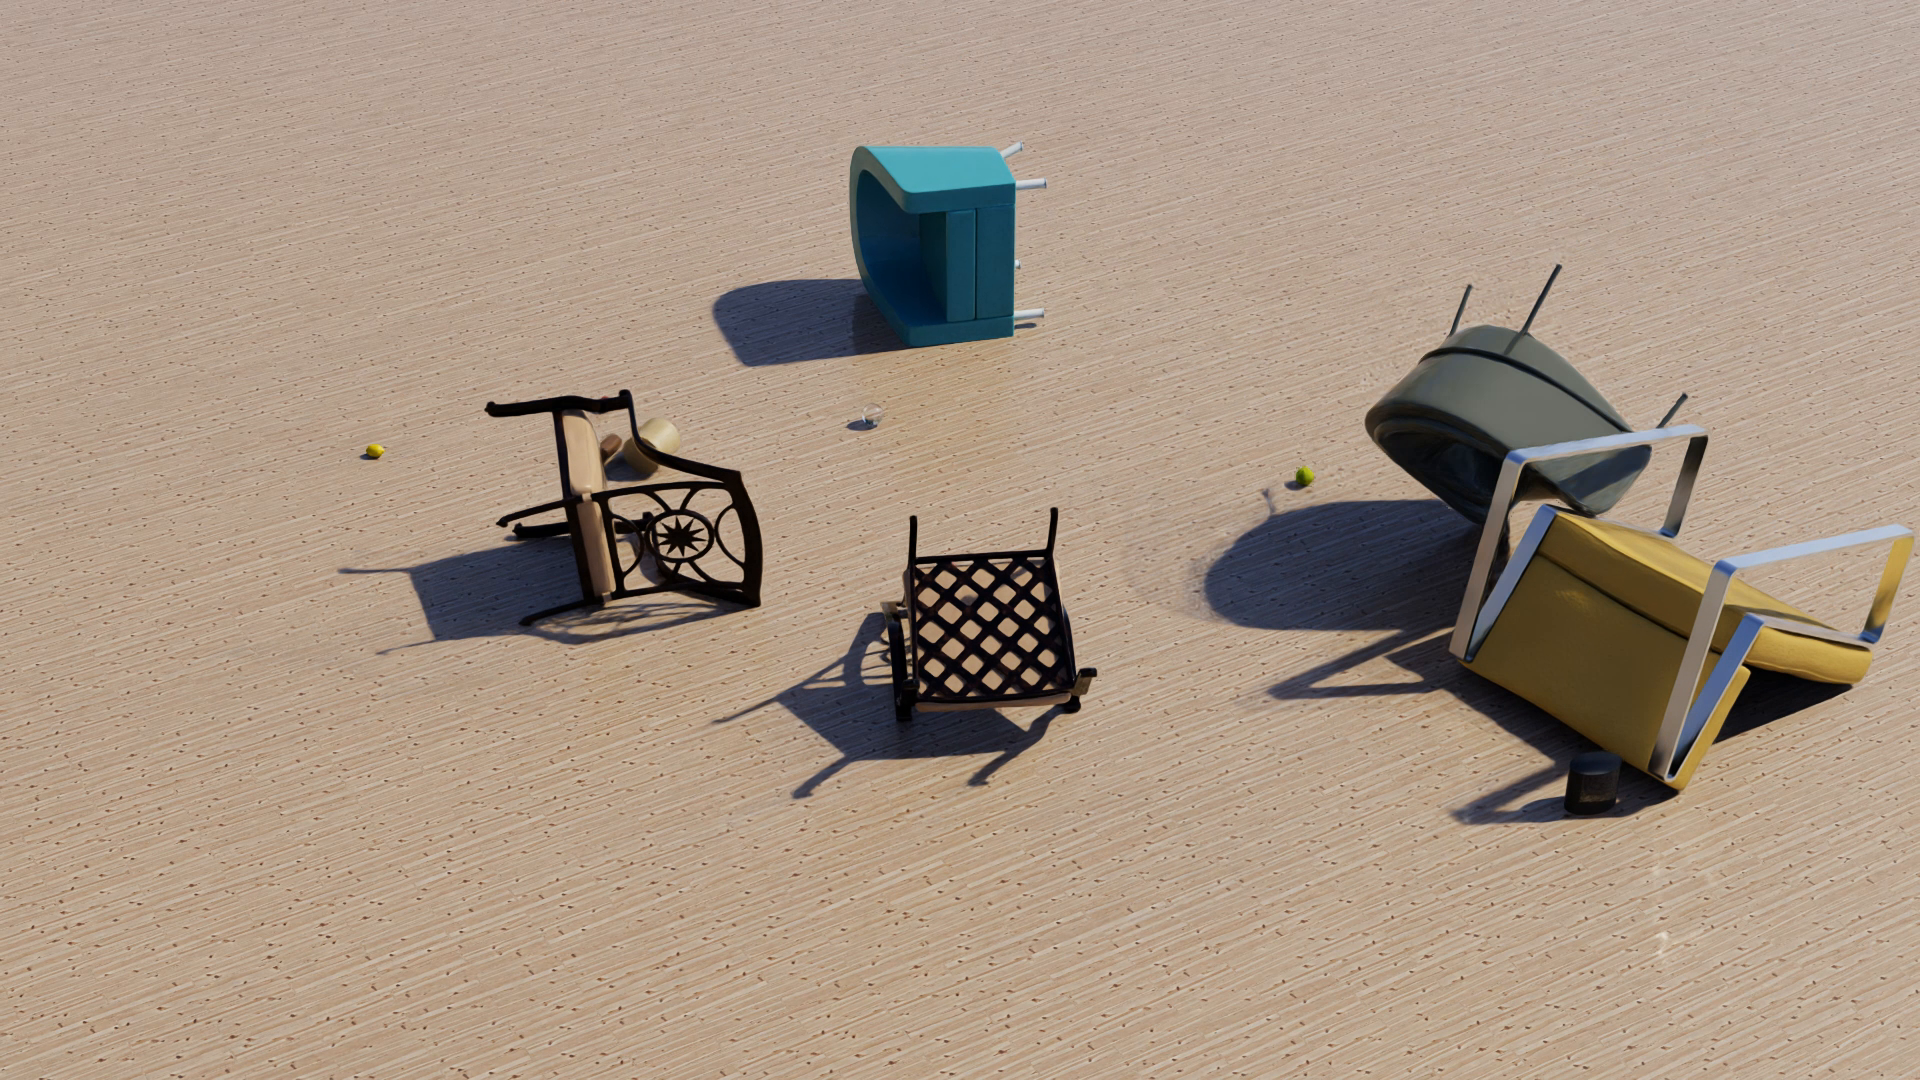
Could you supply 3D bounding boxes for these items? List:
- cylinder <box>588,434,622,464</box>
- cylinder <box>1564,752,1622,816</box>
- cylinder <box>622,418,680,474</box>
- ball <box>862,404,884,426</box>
[{"bbox_3d":[-1.380,-0.353,11.408,0.100,0.064,0.112,-25,17,37],"label":"cylinder"},{"bbox_3d":[2.070,0.795,9.587,0.184,0.166,0.116,-11,35,-16],"label":"cylinder"},{"bbox_3d":[-1.194,-0.365,11.346,0.162,0.172,0.156,48,40,-7],"label":"cylinder"},{"bbox_3d":[-0.346,-0.498,11.620,0.089,0.089,0.089,0,33,0],"label":"ball"}]
